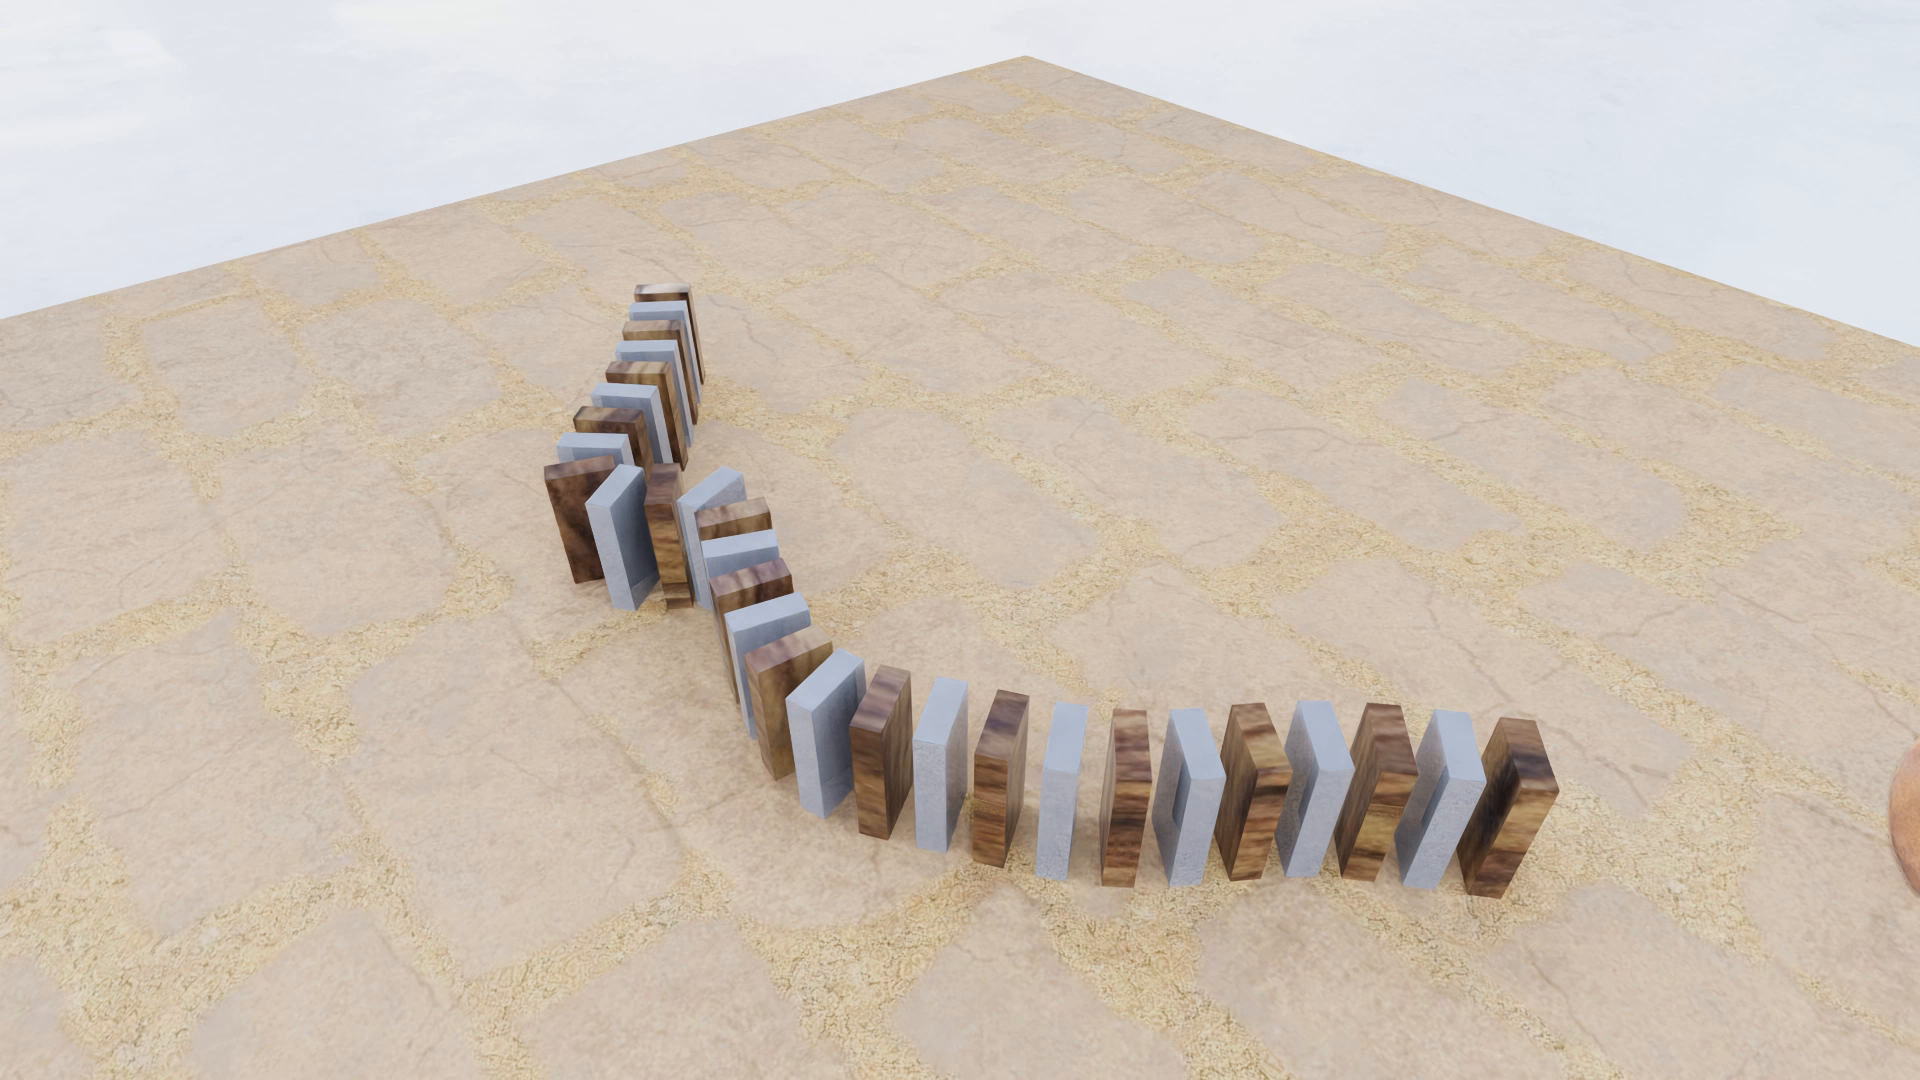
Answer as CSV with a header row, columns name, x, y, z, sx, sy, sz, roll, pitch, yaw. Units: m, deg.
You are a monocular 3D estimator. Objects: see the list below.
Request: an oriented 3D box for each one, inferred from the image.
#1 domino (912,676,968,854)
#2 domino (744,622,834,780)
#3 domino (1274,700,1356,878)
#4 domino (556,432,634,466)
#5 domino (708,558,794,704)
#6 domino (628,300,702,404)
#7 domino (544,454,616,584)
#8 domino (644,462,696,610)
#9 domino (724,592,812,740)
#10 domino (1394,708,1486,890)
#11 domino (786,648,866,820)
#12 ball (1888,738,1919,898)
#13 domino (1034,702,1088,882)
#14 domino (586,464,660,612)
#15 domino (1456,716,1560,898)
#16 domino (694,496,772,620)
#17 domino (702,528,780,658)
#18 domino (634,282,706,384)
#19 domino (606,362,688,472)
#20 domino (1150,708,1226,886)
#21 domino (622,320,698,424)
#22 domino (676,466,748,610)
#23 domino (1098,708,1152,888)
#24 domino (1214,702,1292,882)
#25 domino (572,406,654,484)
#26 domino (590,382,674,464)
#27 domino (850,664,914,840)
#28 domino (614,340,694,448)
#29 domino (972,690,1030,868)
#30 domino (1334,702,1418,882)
name,x,y,z,sx,sy,sz,roll,pitch,yaw
domino,-0.005,0.068,0.329,0.009,0.050,0.025,10,40,12
domino,-0.052,0.052,0.348,0.025,0.050,0.010,-23,45,-25
domino,0.102,0.073,0.322,0.009,0.050,0.025,0,39,0
domino,-0.140,-0.019,0.434,0.025,0.050,0.010,2,39,2
domino,-0.068,0.031,0.373,0.025,0.050,0.009,-17,42,-20
domino,-0.138,-0.087,0.518,0.025,0.050,0.010,-3,39,-4
domino,-0.140,-0.007,0.421,0.025,0.050,0.010,-12,41,-14
domino,-0.108,-0.001,0.413,0.009,0.050,0.025,-3,39,-3
domino,-0.061,0.042,0.361,0.025,0.050,0.009,-17,42,-19
domino,0.138,0.076,0.319,0.010,0.050,0.025,6,40,7
domino,-0.039,0.060,0.338,0.009,0.050,0.025,23,44,25
ball,0.298,0.079,0.292,0.080,0.080,0.080,0,39,0
domino,0.030,0.074,0.321,0.009,0.050,0.025,8,40,9
domino,-0.124,0.000,0.412,0.009,0.050,0.025,10,40,12
domino,0.156,0.078,0.317,0.010,0.050,0.025,5,40,6
domino,-0.080,0.010,0.400,0.025,0.050,0.010,-14,41,-16
domino,-0.074,0.021,0.386,0.025,0.050,0.010,-10,40,-12
domino,-0.140,-0.099,0.532,0.025,0.050,0.009,-3,39,-3
domino,-0.135,-0.053,0.476,0.025,0.050,0.009,1,39,1
domino,0.066,0.075,0.320,0.009,0.050,0.025,-3,39,-4
domino,-0.137,-0.076,0.504,0.025,0.050,0.010,-3,39,-4
domino,-0.090,0.000,0.411,0.010,0.050,0.025,21,44,24
domino,0.048,0.076,0.319,0.009,0.050,0.025,2,39,3
domino,0.084,0.074,0.321,0.010,0.050,0.025,-4,39,-4
domino,-0.138,-0.030,0.448,0.025,0.050,0.010,4,40,5
domino,-0.136,-0.041,0.462,0.025,0.050,0.010,4,39,5
domino,-0.023,0.065,0.332,0.010,0.050,0.025,11,41,13
domino,-0.135,-0.064,0.490,0.025,0.050,0.009,-2,39,-2
domino,0.012,0.071,0.325,0.009,0.050,0.025,11,41,13
domino,0.120,0.074,0.321,0.009,0.050,0.025,4,40,5
